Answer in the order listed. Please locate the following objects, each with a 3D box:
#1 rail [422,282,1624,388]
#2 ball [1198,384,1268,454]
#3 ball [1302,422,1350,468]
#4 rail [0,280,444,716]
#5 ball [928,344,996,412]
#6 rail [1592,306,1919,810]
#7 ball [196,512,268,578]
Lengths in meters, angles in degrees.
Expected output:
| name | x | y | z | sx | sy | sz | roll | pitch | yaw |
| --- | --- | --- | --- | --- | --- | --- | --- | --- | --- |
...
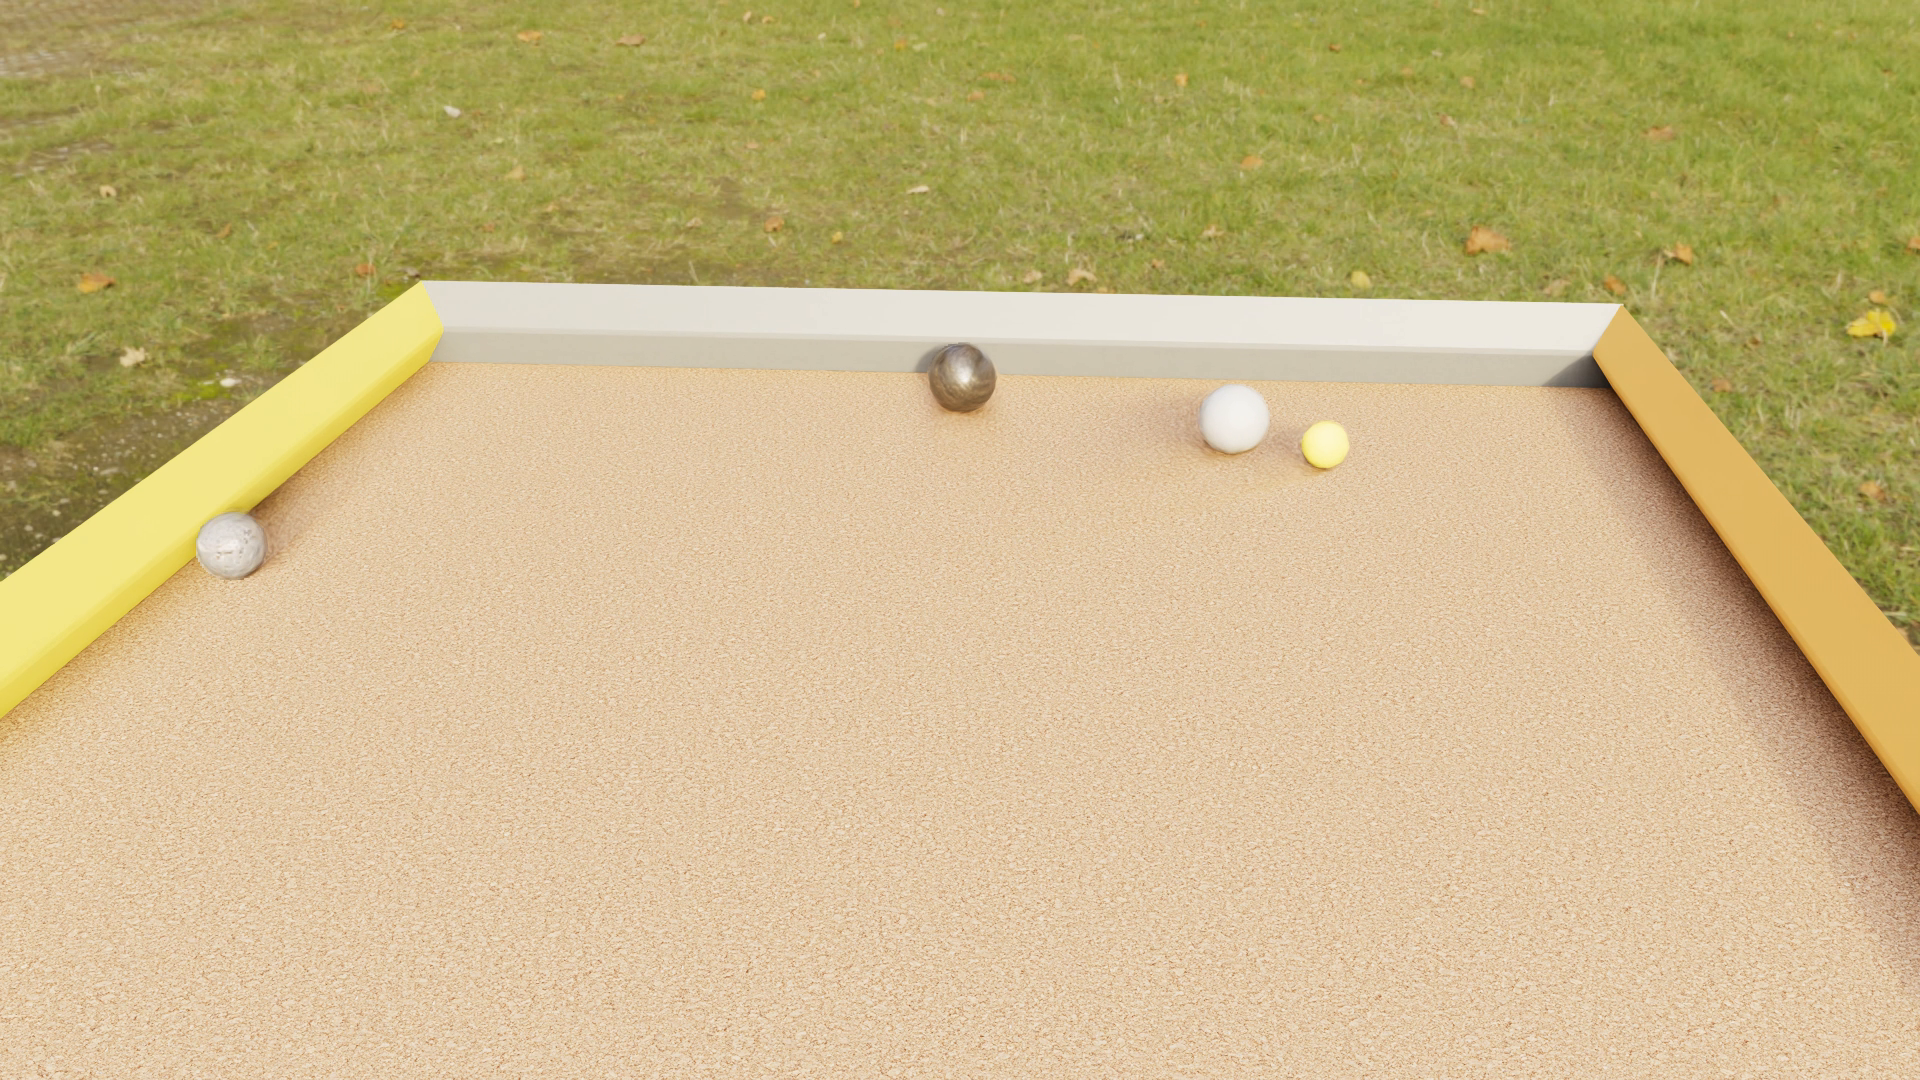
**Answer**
| name | x | y | z | sx | sy | sz | roll | pitch | yaw |
| --- | --- | --- | --- | --- | --- | --- | --- | --- | --- |
| rail | 0.072 | -0.309 | 3.343 | 1.831 | 0.128 | 0.045 | 2 | 20 | 5 |
| ball | 0.371 | -0.164 | 2.992 | 0.094 | 0.094 | 0.094 | 0 | 20 | 0 |
| ball | 0.488 | -0.127 | 2.935 | 0.062 | 0.062 | 0.062 | 0 | 20 | 0 |
| rail | -0.963 | 0.249 | 1.785 | 0.045 | 0.128 | 3.520 | 2 | 20 | 5 |
| ball | 0.004 | -0.234 | 3.181 | 0.098 | 0.098 | 0.098 | 0 | 20 | 0 |
| rail | 0.815 | 0.299 | 1.644 | 0.045 | 0.128 | 3.520 | 2 | 20 | 5 |
| ball | -0.841 | 0.006 | 2.542 | 0.078 | 0.078 | 0.078 | 0 | 20 | 0 |
